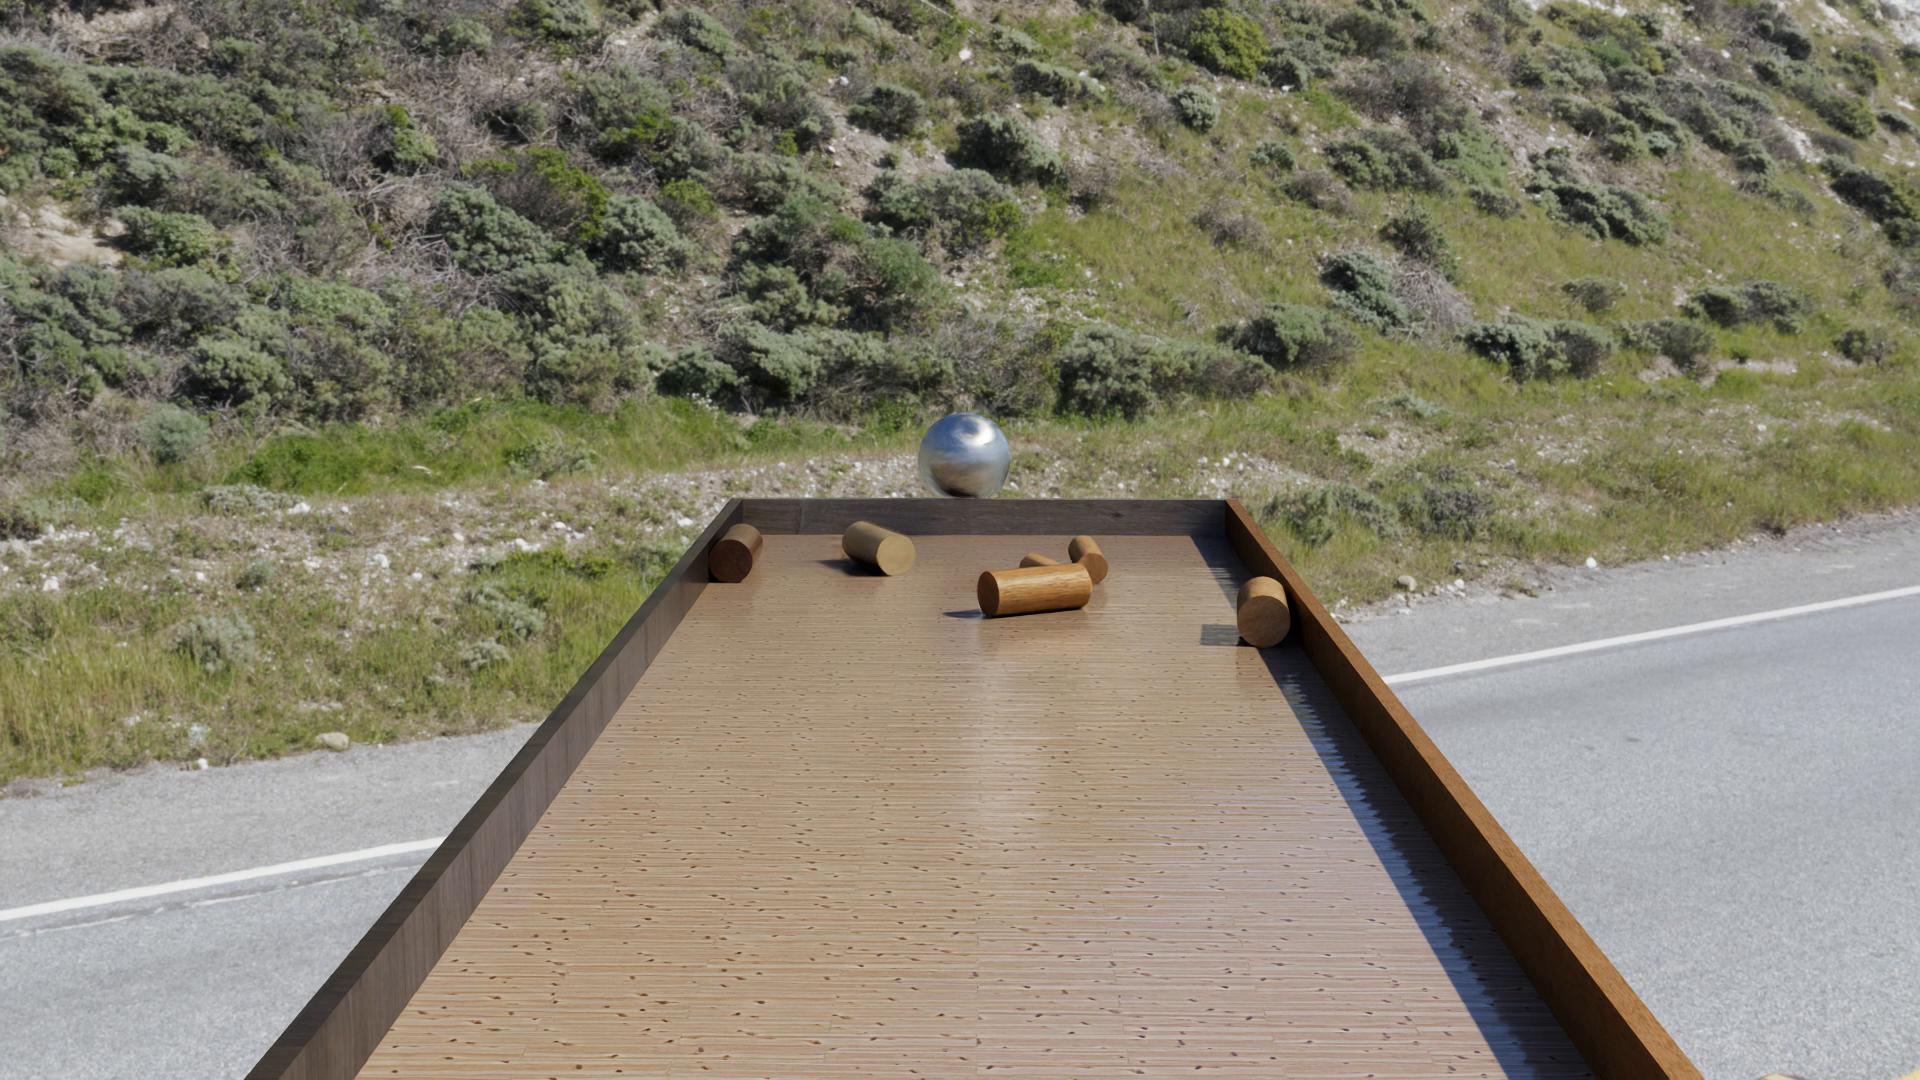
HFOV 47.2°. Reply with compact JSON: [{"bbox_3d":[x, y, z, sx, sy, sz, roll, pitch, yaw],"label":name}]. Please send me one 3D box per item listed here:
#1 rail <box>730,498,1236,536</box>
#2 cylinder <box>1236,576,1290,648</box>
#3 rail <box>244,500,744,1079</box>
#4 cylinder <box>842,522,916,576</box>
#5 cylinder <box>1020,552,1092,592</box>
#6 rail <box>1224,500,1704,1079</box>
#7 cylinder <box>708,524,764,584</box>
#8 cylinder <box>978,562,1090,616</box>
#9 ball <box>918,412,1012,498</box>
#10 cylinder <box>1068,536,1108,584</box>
[{"bbox_3d":[0.099,-0.098,9.147,2.100,0.150,0.050,0,9,1],"label":"rail"},{"bbox_3d":[0.970,0.228,7.042,0.166,0.166,0.339,1,9,7],"label":"cylinder"},{"bbox_3d":[-1.004,0.839,3.234,0.050,0.150,12.000,0,9,1],"label":"rail"},{"bbox_3d":[-0.310,0.030,8.324,0.155,0.155,0.354,-4,10,-24],"label":"cylinder"},{"bbox_3d":[0.337,0.133,7.814,0.113,0.113,0.407,-3,10,-20],"label":"cylinder"},{"bbox_3d":[1.046,0.843,3.208,0.050,0.150,12.000,0,9,1],"label":"rail"},{"bbox_3d":[-0.833,0.047,8.197,0.161,0.161,0.388,0,9,1],"label":"cylinder"},{"bbox_3d":[0.251,0.168,7.458,0.357,0.154,0.154,-5,10,-28],"label":"cylinder"},{"bbox_3d":[0.020,-0.341,9.268,0.394,0.394,0.394,0,9,0],"label":"ball"},{"bbox_3d":[0.475,0.071,8.194,0.114,0.114,0.416,0,9,-1],"label":"cylinder"}]
